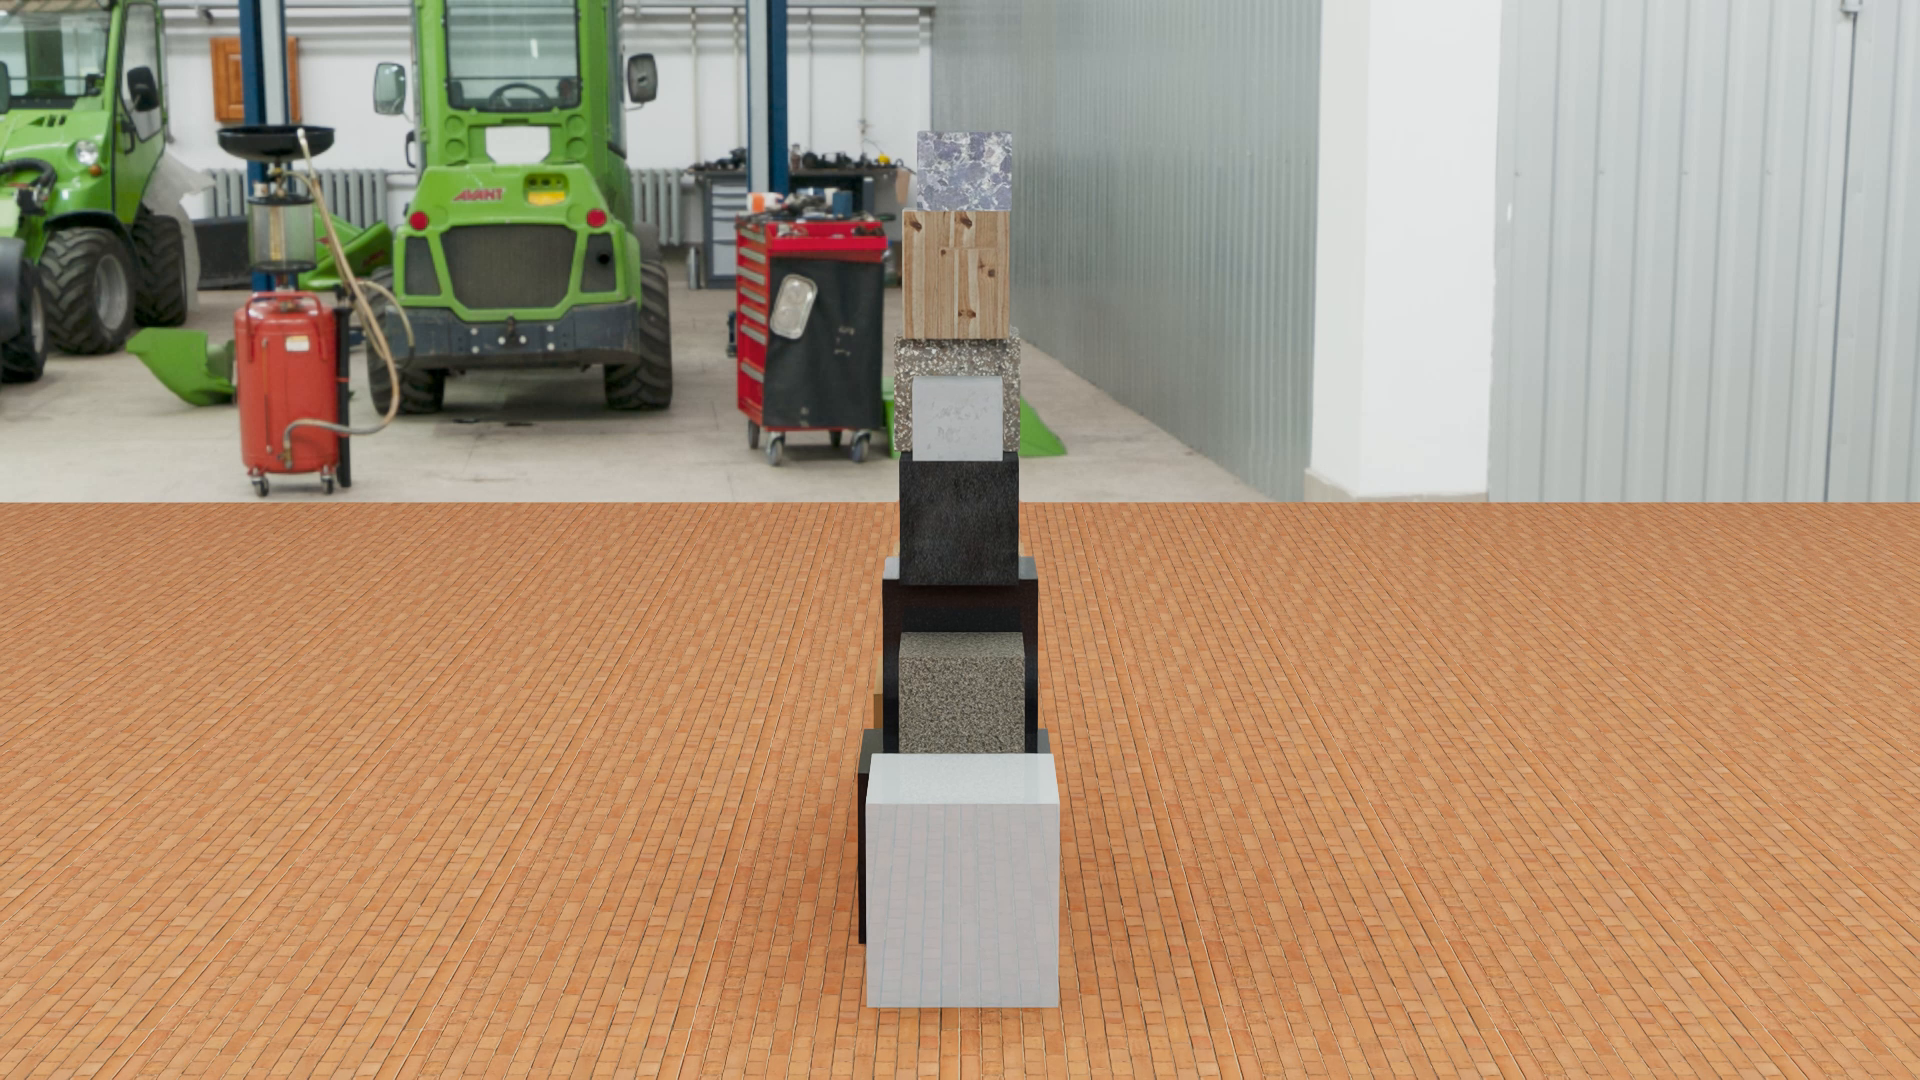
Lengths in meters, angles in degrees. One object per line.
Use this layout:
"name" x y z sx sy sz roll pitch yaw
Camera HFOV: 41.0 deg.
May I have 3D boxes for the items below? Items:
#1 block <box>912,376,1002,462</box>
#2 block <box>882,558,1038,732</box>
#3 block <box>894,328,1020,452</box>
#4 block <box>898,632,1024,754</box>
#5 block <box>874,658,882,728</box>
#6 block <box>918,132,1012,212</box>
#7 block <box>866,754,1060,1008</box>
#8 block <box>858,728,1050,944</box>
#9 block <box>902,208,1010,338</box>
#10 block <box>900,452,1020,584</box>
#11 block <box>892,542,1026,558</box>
"block" -0.010 -0.515 10.823 0.374 0.326 0.328 0 9 0
"block" 0.001 0.451 11.231 0.662 0.667 0.602 0 9 0
"block" -0.012 -0.667 11.275 0.539 0.493 0.590 0 9 0
"block" 0.008 0.653 10.701 0.512 0.446 0.473 0 10 0
"block" -0.019 0.988 12.126 0.753 0.719 0.746 0 10 0
"block" 0.018 -1.575 10.962 0.397 0.327 0.348 0 9 0
"block" 0.010 1.321 10.054 0.729 0.804 0.718 0 10 0
"block" -0.018 1.232 10.775 0.793 0.720 0.713 0 10 0
"block" -0.018 -1.150 11.029 0.450 0.534 0.444 0 9 0
"block" -0.004 -0.108 10.960 0.498 0.519 0.515 0 9 0
"block" -0.006 0.365 11.812 0.604 0.618 0.555 0 10 0
